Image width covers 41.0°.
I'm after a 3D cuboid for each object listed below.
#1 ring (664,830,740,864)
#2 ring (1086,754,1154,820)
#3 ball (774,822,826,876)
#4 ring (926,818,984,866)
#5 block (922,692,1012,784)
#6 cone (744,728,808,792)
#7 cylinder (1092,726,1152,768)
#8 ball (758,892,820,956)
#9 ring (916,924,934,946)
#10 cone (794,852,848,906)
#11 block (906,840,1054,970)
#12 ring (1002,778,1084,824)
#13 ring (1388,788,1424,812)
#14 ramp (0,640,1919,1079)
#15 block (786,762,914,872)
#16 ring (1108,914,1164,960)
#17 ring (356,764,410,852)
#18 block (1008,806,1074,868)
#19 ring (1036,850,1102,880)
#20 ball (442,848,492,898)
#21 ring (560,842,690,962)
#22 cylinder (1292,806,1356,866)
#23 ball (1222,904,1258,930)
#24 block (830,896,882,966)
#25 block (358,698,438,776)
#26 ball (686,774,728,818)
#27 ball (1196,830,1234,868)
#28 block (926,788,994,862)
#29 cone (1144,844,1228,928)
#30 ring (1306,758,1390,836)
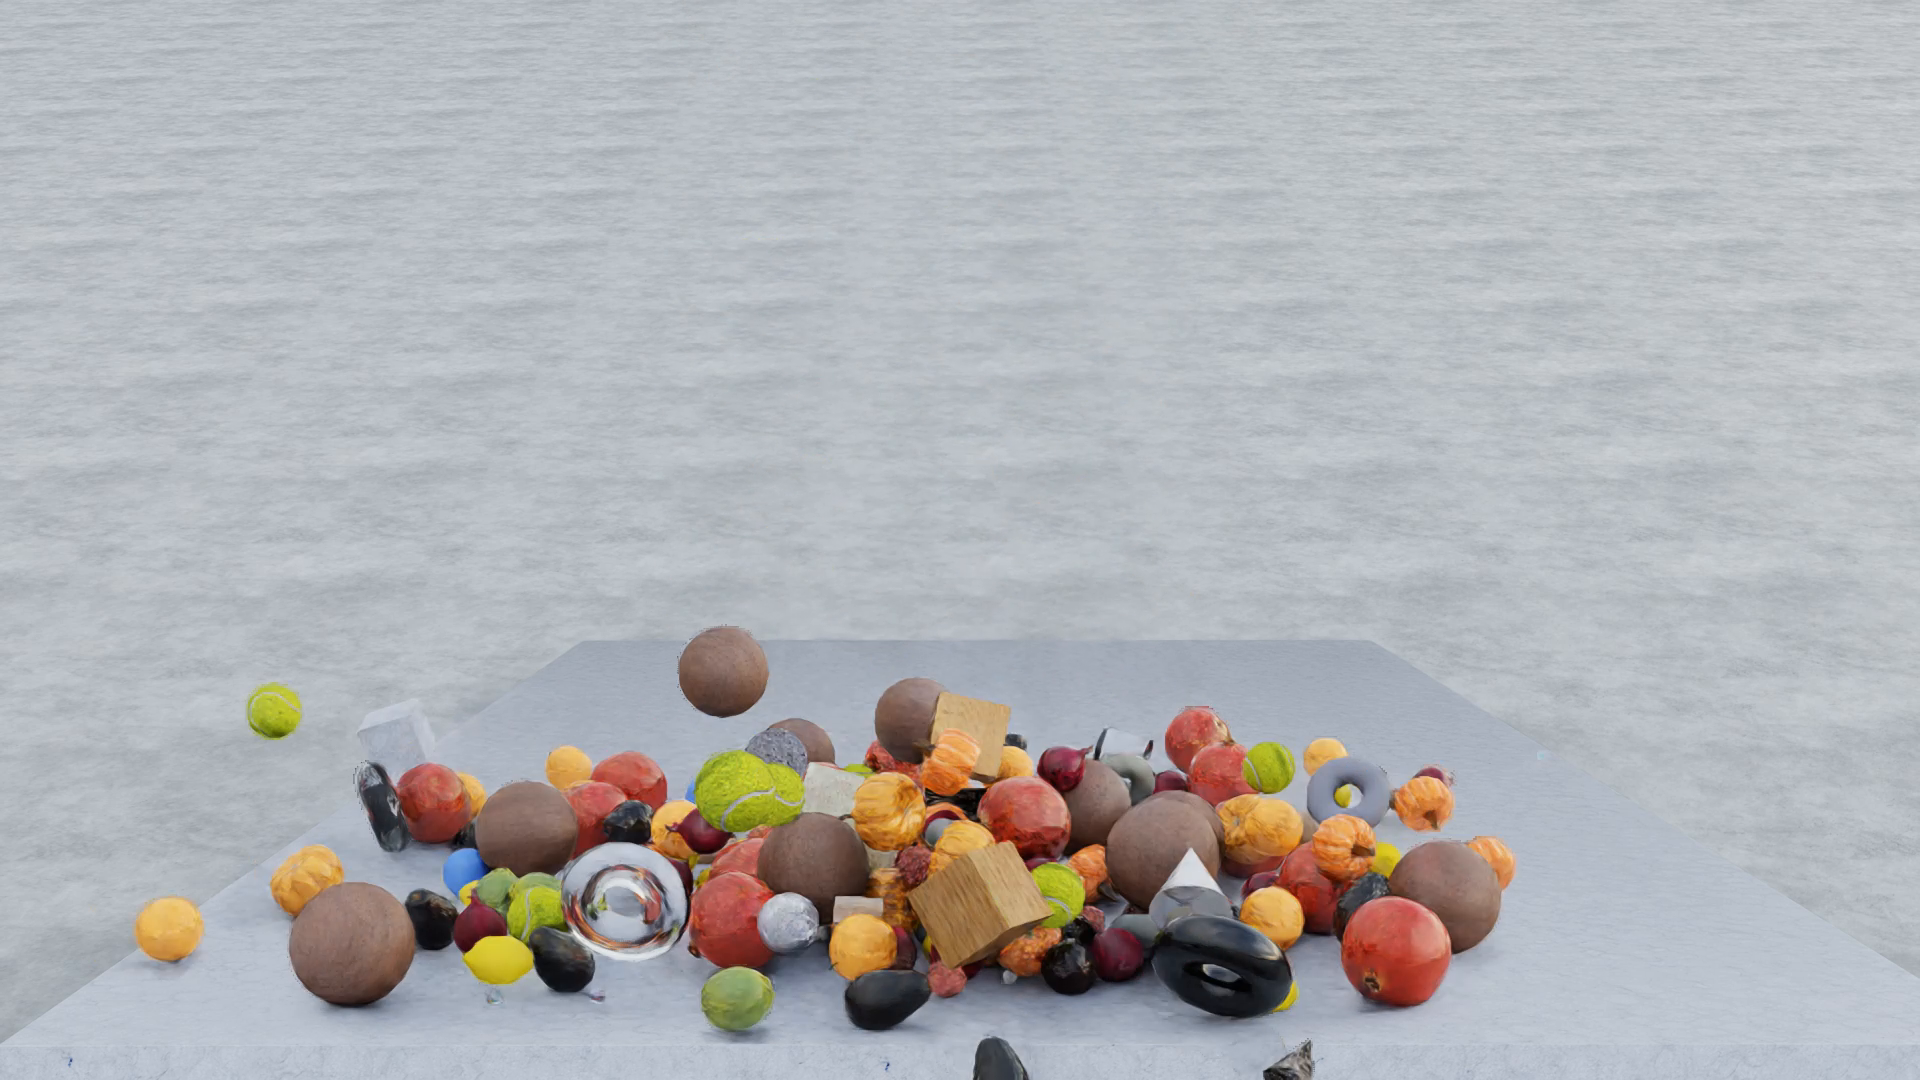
[{"bbox_3d":[-0.354,0.421,3.522,0.106,0.035,0.106,1,4,0],"label":"ring"},{"bbox_3d":[0.214,0.330,3.433,0.097,0.097,0.032,-6,21,-16],"label":"ring"},{"bbox_3d":[-0.209,0.408,3.402,0.075,0.075,0.075,0,20,0],"label":"ball"},{"bbox_3d":[0.007,0.368,2.995,0.114,0.038,0.114,41,3,-2],"label":"ring"},{"bbox_3d":[0.007,0.254,3.302,0.092,0.092,0.092,12,-11,-3],"label":"block"},{"bbox_3d":[-0.243,0.290,3.375,0.083,0.083,0.083,-2,-5,-4],"label":"cone"},{"bbox_3d":[0.263,0.349,4.158,0.077,0.077,0.077,17,24,15],"label":"cylinder"},{"bbox_3d":[-0.183,0.410,2.746,0.067,0.067,0.067,0,20,0],"label":"ball"},{"bbox_3d":[-0.014,0.445,2.959,0.077,0.077,0.026,-10,65,-25],"label":"ring"},{"bbox_3d":[-0.177,0.425,3.116,0.068,0.068,0.068,13,21,-5],"label":"cone"},{"bbox_3d":[0.021,0.378,2.658,0.090,0.090,0.090,-39,-17,27],"label":"block"},{"bbox_3d":[0.113,0.353,3.460,0.112,0.037,0.112,-4,17,1],"label":"ring"},{"bbox_3d":[0.647,0.383,3.785,0.075,0.025,0.075,9,2,0],"label":"ring"},{"bbox_3d":[0.047,0.426,4.533,2.000,0.100,4.000,0,3,0],"label":"ramp"},{"bbox_3d":[-0.133,0.340,3.145,0.099,0.099,0.099,13,-9,29],"label":"block"},{"bbox_3d":[0.223,0.446,2.873,0.115,0.038,0.115,8,-17,2],"label":"ring"},{"bbox_3d":[-0.793,0.368,3.530,0.044,0.131,0.131,-21,25,-11],"label":"ring"},{"bbox_3d":[0.106,0.391,3.376,0.052,0.052,0.052,-25,5,40],"label":"block"},{"bbox_3d":[0.144,0.431,3.400,0.087,0.029,0.087,-1,3,0],"label":"ring"},{"bbox_3d":[-0.626,0.423,3.263,0.062,0.062,0.062,0,20,0],"label":"ball"},{"bbox_3d":[-0.358,0.387,2.743,0.143,0.143,0.048,3,26,8],"label":"ring"},{"bbox_3d":[0.497,0.405,3.503,0.068,0.068,0.068,16,25,26],"label":"cylinder"},{"bbox_3d":[0.309,0.444,2.918,0.060,0.060,0.060,0,20,0],"label":"ball"},{"bbox_3d":[-0.115,0.437,2.872,0.054,0.054,0.054,3,31,-1],"label":"block"},{"bbox_3d":[-0.805,0.284,3.680,0.077,0.077,0.077,-18,15,3],"label":"block"},{"bbox_3d":[-0.380,0.385,3.859,0.065,0.065,0.065,0,20,0],"label":"ball"},{"bbox_3d":[0.342,0.416,3.455,0.051,0.051,0.051,0,20,0],"label":"ball"},{"bbox_3d":[0.000,0.385,3.471,0.092,0.092,0.092,0,-10,-1],"label":"block"},{"bbox_3d":[0.252,0.370,2.803,0.090,0.090,0.090,4,52,11],"label":"cone"},{"bbox_3d":[0.474,0.313,3.140,0.103,0.034,0.103,-6,60,11],"label":"ring"}]
